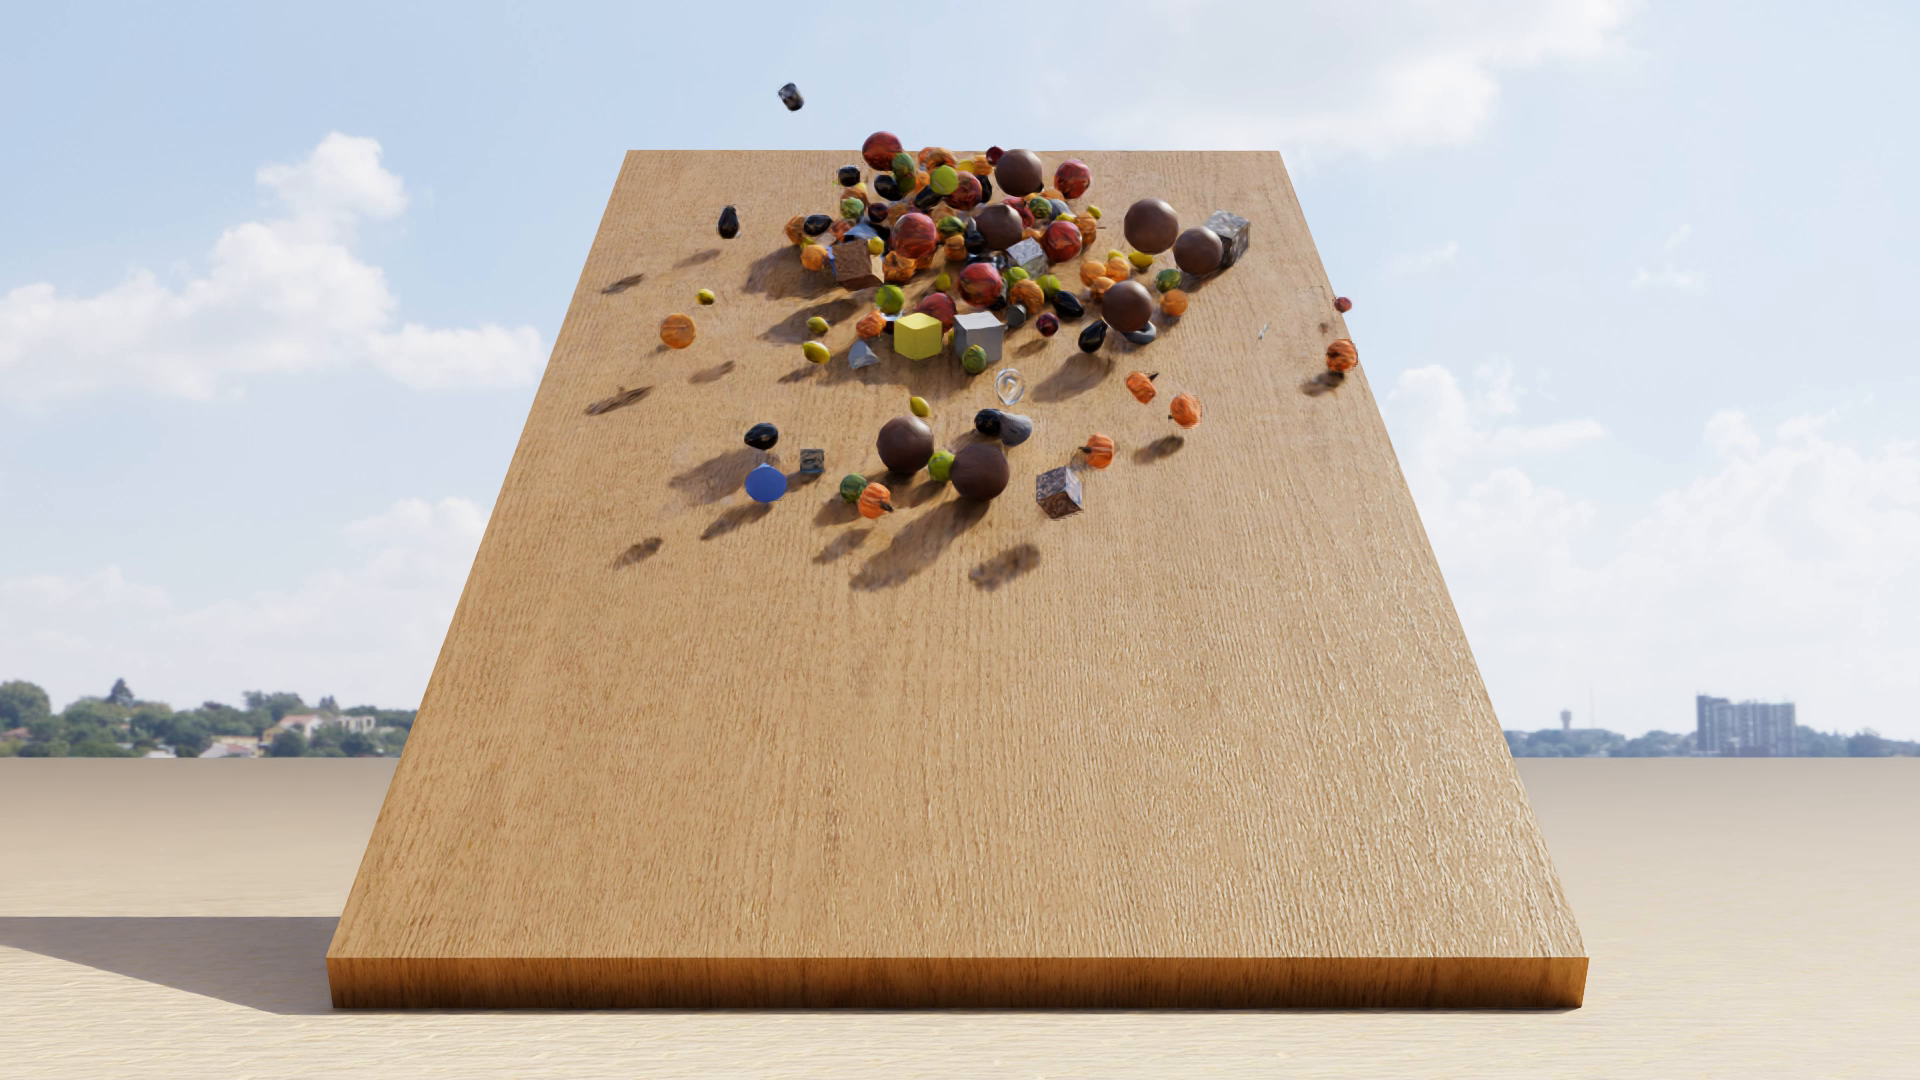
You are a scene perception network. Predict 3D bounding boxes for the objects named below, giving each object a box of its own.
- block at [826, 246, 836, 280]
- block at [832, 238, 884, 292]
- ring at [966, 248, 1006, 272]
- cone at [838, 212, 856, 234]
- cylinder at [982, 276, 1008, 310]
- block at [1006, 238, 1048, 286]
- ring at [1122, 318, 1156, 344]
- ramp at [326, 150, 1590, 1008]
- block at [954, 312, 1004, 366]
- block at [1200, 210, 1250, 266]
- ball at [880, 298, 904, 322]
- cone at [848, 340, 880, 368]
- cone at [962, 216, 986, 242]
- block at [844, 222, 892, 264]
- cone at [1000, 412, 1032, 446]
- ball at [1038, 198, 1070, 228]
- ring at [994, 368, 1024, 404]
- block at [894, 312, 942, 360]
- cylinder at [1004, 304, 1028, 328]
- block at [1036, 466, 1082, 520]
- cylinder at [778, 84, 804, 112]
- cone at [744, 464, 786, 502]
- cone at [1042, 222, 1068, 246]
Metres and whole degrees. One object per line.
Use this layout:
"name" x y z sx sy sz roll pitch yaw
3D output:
"block" -0.314 -0.746 6.352 0.064 0.064 0.064 -15 37 -2
"block" -0.264 -0.715 6.197 0.099 0.099 0.099 -11 -13 14
"ring" 0.070 -0.757 6.433 0.113 0.038 0.113 1 27 0
"cone" -0.311 -0.893 6.665 0.059 0.059 0.059 0 28 0
"cylinder" 0.091 -0.638 6.154 0.062 0.062 0.062 6 -36 4
"block" 0.178 -0.735 6.282 0.076 0.076 0.076 -27 -41 -13
"ring" 0.450 -0.525 5.982 0.091 0.091 0.030 1 -48 -15
"ramp" -0.011 -0.224 5.562 2.000 0.100 4.000 0 28 0
"block" 0.045 -0.497 5.874 0.095 0.095 0.095 -9 29 -17
"block" 0.718 -0.818 6.453 0.096 0.096 0.096 22 -39 25
"ball" -0.170 -0.571 5.898 0.060 0.060 0.060 0 -5 0
"cone" -0.223 -0.448 5.845 0.072 0.072 0.072 13 -12 -39
"cone" 0.034 -0.866 6.575 0.065 0.065 0.065 -5 -19 -2
"block" -0.249 -0.795 6.439 0.090 0.090 0.090 16 35 27
"cone" 0.110 -0.270 5.417 0.083 0.083 0.083 -3 -31 31
"ball" 0.266 -0.910 6.669 0.089 0.089 0.089 0 -5 0
"ring" 0.116 -0.360 5.578 0.029 0.087 0.087 1 -3 45
"block" -0.103 -0.504 5.899 0.083 0.083 0.083 -21 34 -35
"cylinder" 0.141 -0.571 6.049 0.052 0.052 0.052 -1 15 11
"block" 0.210 -0.100 5.030 0.071 0.071 0.071 -19 -44 27
"cylinder" -0.475 -1.247 6.713 0.055 0.055 0.055 -2 -33 25
"cone" -0.426 -0.144 5.192 0.090 0.090 0.090 1 33 -9
"cone" 0.247 -0.842 6.501 0.066 0.066 0.066 10 -10 -35
